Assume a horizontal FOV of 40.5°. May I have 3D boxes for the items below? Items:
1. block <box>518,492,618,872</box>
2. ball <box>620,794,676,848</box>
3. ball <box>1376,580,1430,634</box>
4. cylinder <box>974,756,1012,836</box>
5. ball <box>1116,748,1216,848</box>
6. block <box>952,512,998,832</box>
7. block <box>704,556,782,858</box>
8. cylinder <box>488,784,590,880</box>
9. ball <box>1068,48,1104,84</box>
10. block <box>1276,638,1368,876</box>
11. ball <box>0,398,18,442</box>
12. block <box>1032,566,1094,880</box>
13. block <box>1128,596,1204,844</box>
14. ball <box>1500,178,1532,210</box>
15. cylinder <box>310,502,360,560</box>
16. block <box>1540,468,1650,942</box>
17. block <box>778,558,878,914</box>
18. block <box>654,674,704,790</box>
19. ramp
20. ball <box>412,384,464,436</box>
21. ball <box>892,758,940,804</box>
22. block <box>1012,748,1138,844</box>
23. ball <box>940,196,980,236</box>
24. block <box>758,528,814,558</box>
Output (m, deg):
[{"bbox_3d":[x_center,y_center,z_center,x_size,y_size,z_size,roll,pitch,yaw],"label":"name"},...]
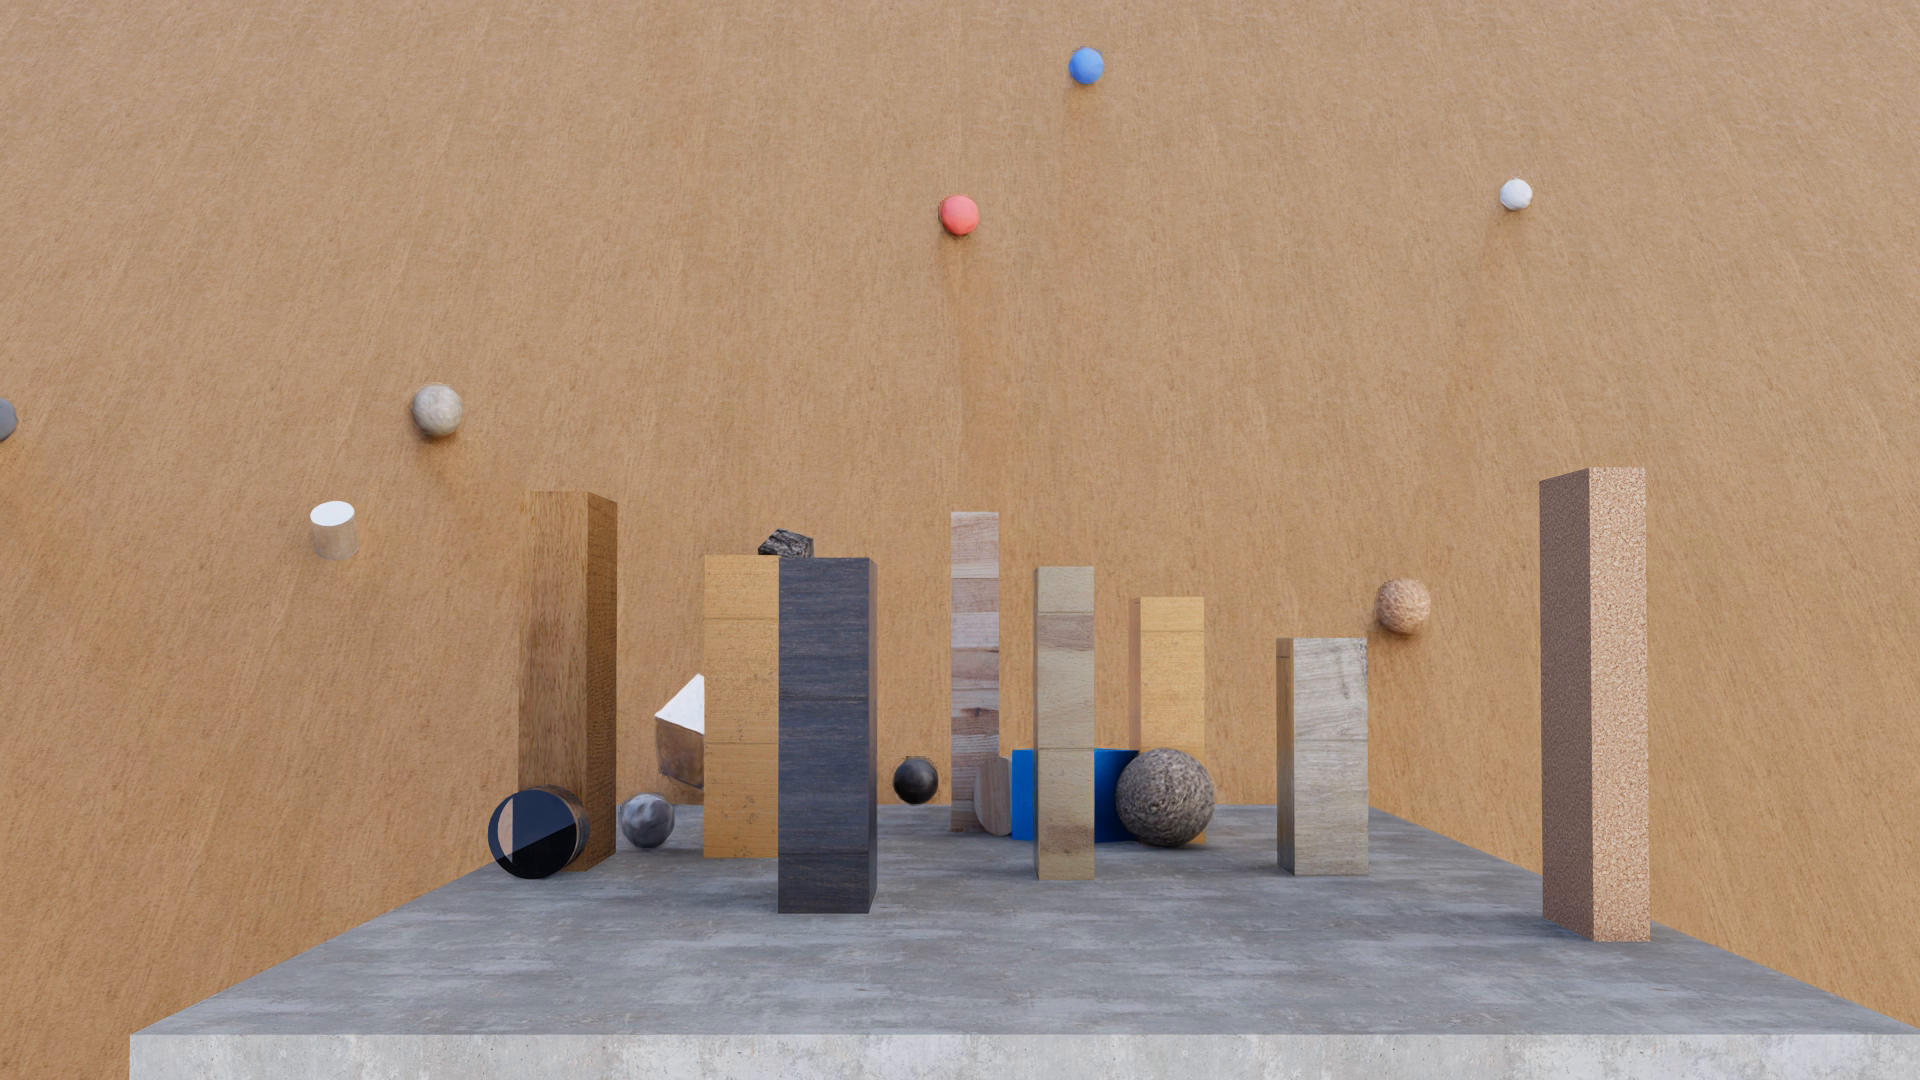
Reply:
[{"bbox_3d":[-0.771,0.275,5.137,0.129,0.719,0.428,0,-2,0],"label":"block"},{"bbox_3d":[-0.656,0.589,5.457,0.115,0.115,0.115,0,36,0],"label":"ball"},{"bbox_3d":[1.291,0.195,7.574,0.159,0.159,0.159,0,36,0],"label":"ball"},{"bbox_3d":[0.154,0.573,5.848,0.177,0.177,0.177,2,29,-39],"label":"cylinder"},{"bbox_3d":[0.432,0.543,5.473,0.209,0.209,0.209,0,36,0],"label":"ball"},{"bbox_3d":[0.034,0.306,6.080,0.109,0.729,0.323,0,-2,0],"label":"block"},{"bbox_3d":[-0.440,0.341,5.408,0.149,0.608,0.368,0,-2,0],"label":"block"},{"bbox_3d":[-0.781,0.541,4.831,0.164,0.164,0.164,0,-2,0],"label":"cylinder"},{"bbox_3d":[0.510,-1.911,10.487,0.141,0.141,0.141,0,36,0],"label":"ball"},{"bbox_3d":[0.688,0.407,4.951,0.137,0.440,0.267,0,-2,0],"label":"block"},{"bbox_3d":[-3.120,-0.389,8.387,0.149,0.149,0.149,0,36,0],"label":"ball"},{"bbox_3d":[0.193,0.340,4.901,0.102,0.571,0.319,0,-2,0],"label":"block"},{"bbox_3d":[0.457,0.394,5.782,0.136,0.529,0.398,0,-2,0],"label":"block"},{"bbox_3d":[2.062,-1.281,9.641,0.117,0.117,0.117,0,36,0],"label":"ball"},{"bbox_3d":[-1.900,-0.028,7.907,0.129,0.129,0.129,0,36,0],"label":"cylinder"},{"bbox_3d":[0.960,0.244,3.949,0.082,0.689,0.330,0,-2,0],"label":"block"},{"bbox_3d":[-0.218,0.321,4.376,0.145,0.570,0.425,0,-2,0],"label":"block"},{"bbox_3d":[-0.679,0.531,7.070,0.205,0.205,0.205,18,40,24],"label":"block"},{"bbox_3d":[0.079,0.675,4.880,2.000,0.100,4.000,0,-2,0],"label":"ramp"},{"bbox_3d":[-1.690,-0.418,8.411,0.168,0.168,0.168,0,36,0],"label":"ball"},{"bbox_3d":[-0.116,0.640,6.899,0.123,0.123,0.123,0,36,0],"label":"ball"},{"bbox_3d":[0.252,0.558,5.688,0.195,0.195,0.195,2,-3,-39],"label":"block"},{"bbox_3d":[-0.001,-1.184,9.485,0.144,0.144,0.144,0,36,0],"label":"ball"},{"bbox_3d":[-0.519,0.060,7.793,0.121,0.121,0.121,18,40,23],"label":"block"}]
